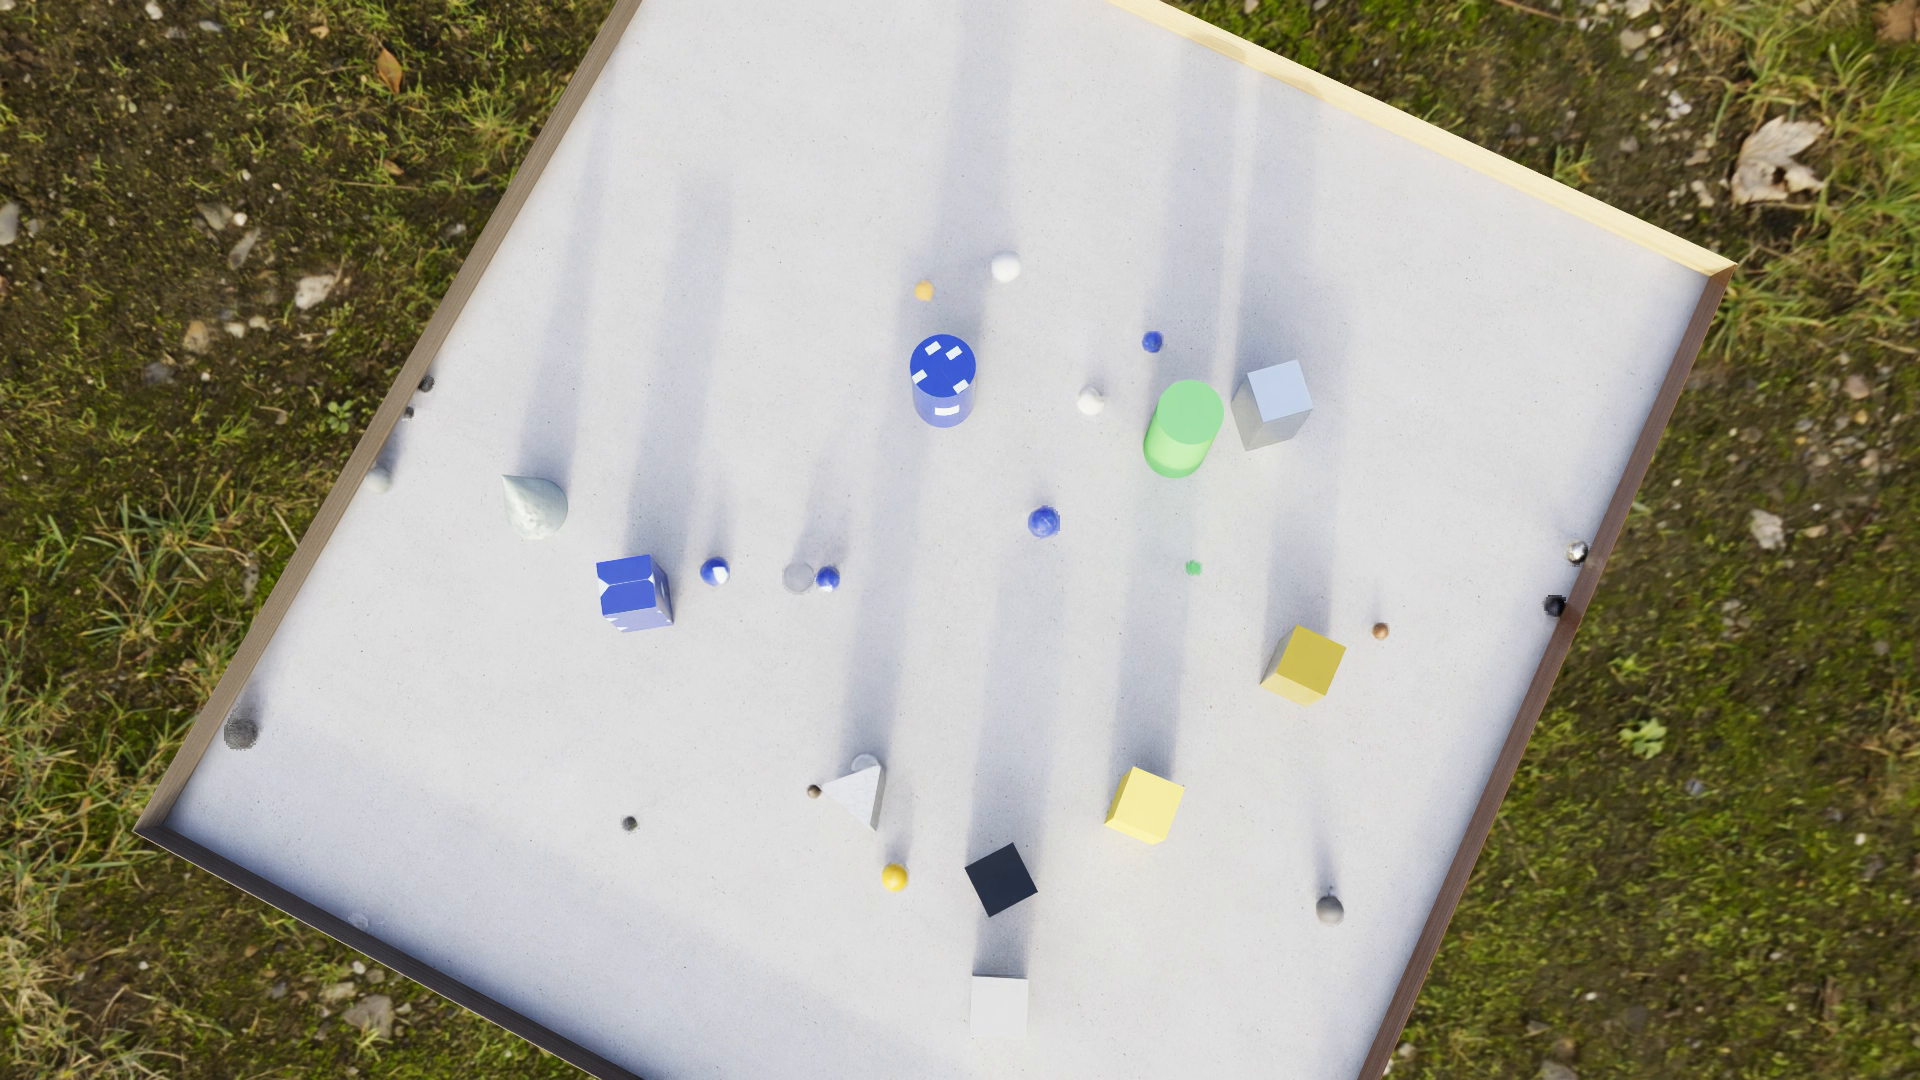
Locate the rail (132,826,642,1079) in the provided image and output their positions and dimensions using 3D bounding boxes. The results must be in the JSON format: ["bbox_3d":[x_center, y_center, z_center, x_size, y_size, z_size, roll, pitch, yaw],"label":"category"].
[{"bbox_3d":[-0.817,1.607,5.219,3.523,0.126,0.045,26,80,5],"label":"rail"}]

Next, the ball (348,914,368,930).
[{"bbox_3d":[-1.759,1.120,5.358,0.052,0.052,0.052,0,78,0],"label":"ball"}]

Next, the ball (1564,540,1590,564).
[{"bbox_3d":[1.874,0.036,5.572,0.073,0.073,0.073,0,78,0],"label":"ball"}]

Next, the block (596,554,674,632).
[{"bbox_3d":[-0.957,0.162,5.415,0.155,0.329,0.155,-9,78,-2],"label":"block"}]

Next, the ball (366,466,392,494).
[{"bbox_3d":[-1.780,-0.184,5.614,0.080,0.080,0.080,0,78,0],"label":"ball"}]

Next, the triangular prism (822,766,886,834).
[{"bbox_3d":[-0.269,0.720,5.251,0.168,0.424,0.145,40,81,8],"label":"triangular prism"}]

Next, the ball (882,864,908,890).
[{"bbox_3d":[-0.192,0.988,5.372,0.079,0.079,0.079,0,78,0],"label":"ball"}]

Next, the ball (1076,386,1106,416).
[{"bbox_3d":[0.404,-0.429,5.660,0.088,0.088,0.088,0,78,0],"label":"ball"}]

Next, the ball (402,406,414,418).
[{"bbox_3d":[-1.712,-0.397,5.678,0.040,0.040,0.040,0,78,0],"label":"ball"}]

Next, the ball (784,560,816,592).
[{"bbox_3d":[-0.487,0.111,5.544,0.097,0.097,0.097,0,78,0],"label":"ball"}]

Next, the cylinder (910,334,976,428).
[{"bbox_3d":[-0.050,-0.477,5.542,0.194,0.339,0.194,0,78,0],"label":"cylinder"}]

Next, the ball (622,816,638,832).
[{"bbox_3d":[-0.978,0.840,5.419,0.047,0.047,0.047,0,78,0],"label":"ball"}]

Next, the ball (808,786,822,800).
[{"bbox_3d":[-0.432,0.749,5.441,0.040,0.040,0.040,0,78,0],"label":"ball"}]

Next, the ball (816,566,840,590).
[{"bbox_3d":[-0.399,0.115,5.554,0.075,0.075,0.075,0,78,0],"label":"ball"}]

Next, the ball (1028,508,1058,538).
[{"bbox_3d":[0.252,-0.053,5.579,0.094,0.094,0.094,0,78,0],"label":"ball"}]

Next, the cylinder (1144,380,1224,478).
[{"bbox_3d":[0.663,-0.326,5.474,0.194,0.411,0.194,0,78,0],"label":"cylinder"}]

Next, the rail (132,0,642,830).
[{"bbox_3d":[-1.555,-0.754,5.707,0.045,0.126,3.702,26,80,5],"label":"rail"}]

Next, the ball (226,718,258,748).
[{"bbox_3d":[-2.136,0.573,5.451,0.091,0.091,0.091,0,78,0],"label":"ball"}]

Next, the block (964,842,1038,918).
[{"bbox_3d":[0.116,0.983,5.288,0.155,0.246,0.155,-27,80,-5],"label":"block"}]

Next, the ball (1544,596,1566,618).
[{"bbox_3d":[1.799,0.202,5.542,0.064,0.064,0.064,0,78,0],"label":"ball"}]

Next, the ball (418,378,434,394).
[{"bbox_3d":[-1.660,-0.481,5.691,0.049,0.049,0.049,0,78,0],"label":"ball"}]

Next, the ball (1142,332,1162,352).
[{"bbox_3d":[0.600,-0.615,5.711,0.064,0.064,0.064,0,78,0],"label":"ball"}]

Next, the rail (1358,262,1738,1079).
[{"bbox_3d":[1.555,0.768,5.392,0.045,0.126,3.702,26,80,5],"label":"rail"}]

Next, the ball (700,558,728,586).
[{"bbox_3d":[-0.744,0.096,5.552,0.087,0.087,0.087,0,78,0],"label":"ball"}]

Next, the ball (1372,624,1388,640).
[{"bbox_3d":[1.269,0.277,5.534,0.050,0.050,0.050,0,78,0],"label":"ball"}]

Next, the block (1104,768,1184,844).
[{"bbox_3d":[0.527,0.769,5.277,0.155,0.354,0.155,22,79,4],"label":"block"}]

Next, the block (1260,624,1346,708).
[{"bbox_3d":[1.005,0.374,5.388,0.155,0.296,0.155,25,79,5],"label":"block"}]

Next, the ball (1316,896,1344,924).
[{"bbox_3d":[1.078,1.080,5.352,0.081,0.081,0.081,0,78,0],"label":"ball"}]

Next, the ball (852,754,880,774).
[{"bbox_3d":[-0.279,0.675,5.436,0.080,0.080,0.080,0,78,0],"label":"ball"}]

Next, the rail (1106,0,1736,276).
[{"bbox_3d":[0.817,-1.594,5.881,3.523,0.126,0.045,26,80,5],"label":"rail"}]

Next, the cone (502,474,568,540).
[{"bbox_3d":[-1.302,-0.141,5.417,0.194,0.448,0.194,0,78,0],"label":"cone"}]

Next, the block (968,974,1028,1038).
[{"bbox_3d":[0.107,1.313,5.181,0.155,0.321,0.155,3,78,1],"label":"block"}]

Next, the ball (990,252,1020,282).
[{"bbox_3d":[0.142,-0.856,5.745,0.095,0.095,0.095,0,78,0],"label":"ball"}]

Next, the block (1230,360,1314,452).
[{"bbox_3d":[0.936,-0.401,5.522,0.155,0.347,0.155,-16,79,-3],"label":"block"}]

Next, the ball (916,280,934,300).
[{"bbox_3d":[-0.109,-0.785,5.748,0.060,0.060,0.060,0,78,0],"label":"ball"}]

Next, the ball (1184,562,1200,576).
[{"bbox_3d":[0.707,0.087,5.576,0.044,0.044,0.044,0,78,0],"label":"ball"}]
